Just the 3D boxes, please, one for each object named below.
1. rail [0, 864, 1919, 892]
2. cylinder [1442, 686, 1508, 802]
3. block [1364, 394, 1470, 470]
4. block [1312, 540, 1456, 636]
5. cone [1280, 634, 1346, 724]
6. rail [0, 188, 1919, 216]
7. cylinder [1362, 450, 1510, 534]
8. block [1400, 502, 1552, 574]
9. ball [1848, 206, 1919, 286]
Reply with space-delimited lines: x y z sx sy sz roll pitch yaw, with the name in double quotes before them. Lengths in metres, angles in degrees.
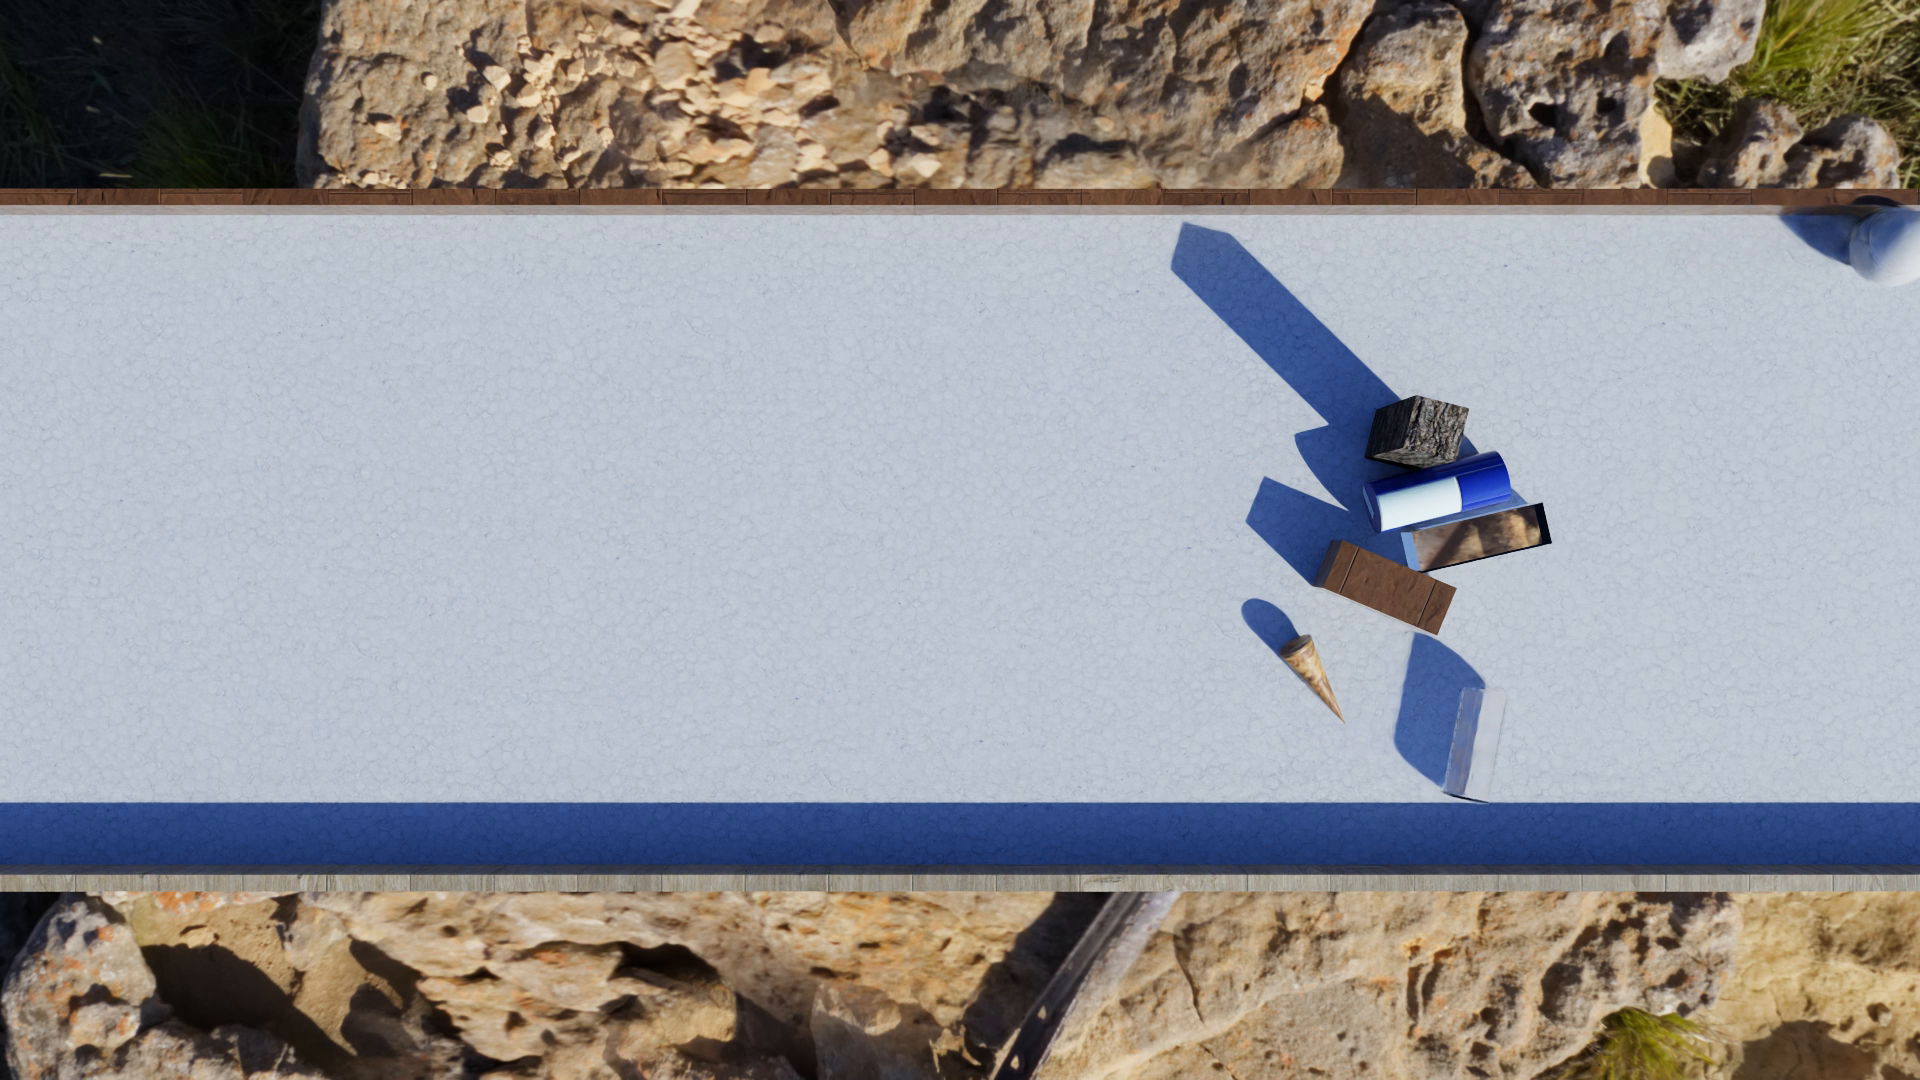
"rail" -2.247 1.025 5.001 12.000 0.150 0.050 0 90 0
"cylinder" 1.565 0.620 5.010 0.134 0.134 0.330 11 90 0
"block" 1.337 -0.311 4.854 0.154 0.443 0.154 14 89 0
"block" 1.284 0.143 4.999 0.369 0.154 0.154 23 90 0
"cone" 1.104 0.444 5.049 0.111 0.111 0.305 -34 100 0
"rail" -2.247 -1.025 5.002 12.000 0.150 0.050 0 90 0
"cylinder" 1.442 -0.145 4.996 0.399 0.162 0.162 -14 90 0
"block" 1.567 -0.006 5.013 0.403 0.126 0.126 -13 90 0
"ball" 2.802 -0.882 4.959 0.236 0.236 0.236 0 90 0
